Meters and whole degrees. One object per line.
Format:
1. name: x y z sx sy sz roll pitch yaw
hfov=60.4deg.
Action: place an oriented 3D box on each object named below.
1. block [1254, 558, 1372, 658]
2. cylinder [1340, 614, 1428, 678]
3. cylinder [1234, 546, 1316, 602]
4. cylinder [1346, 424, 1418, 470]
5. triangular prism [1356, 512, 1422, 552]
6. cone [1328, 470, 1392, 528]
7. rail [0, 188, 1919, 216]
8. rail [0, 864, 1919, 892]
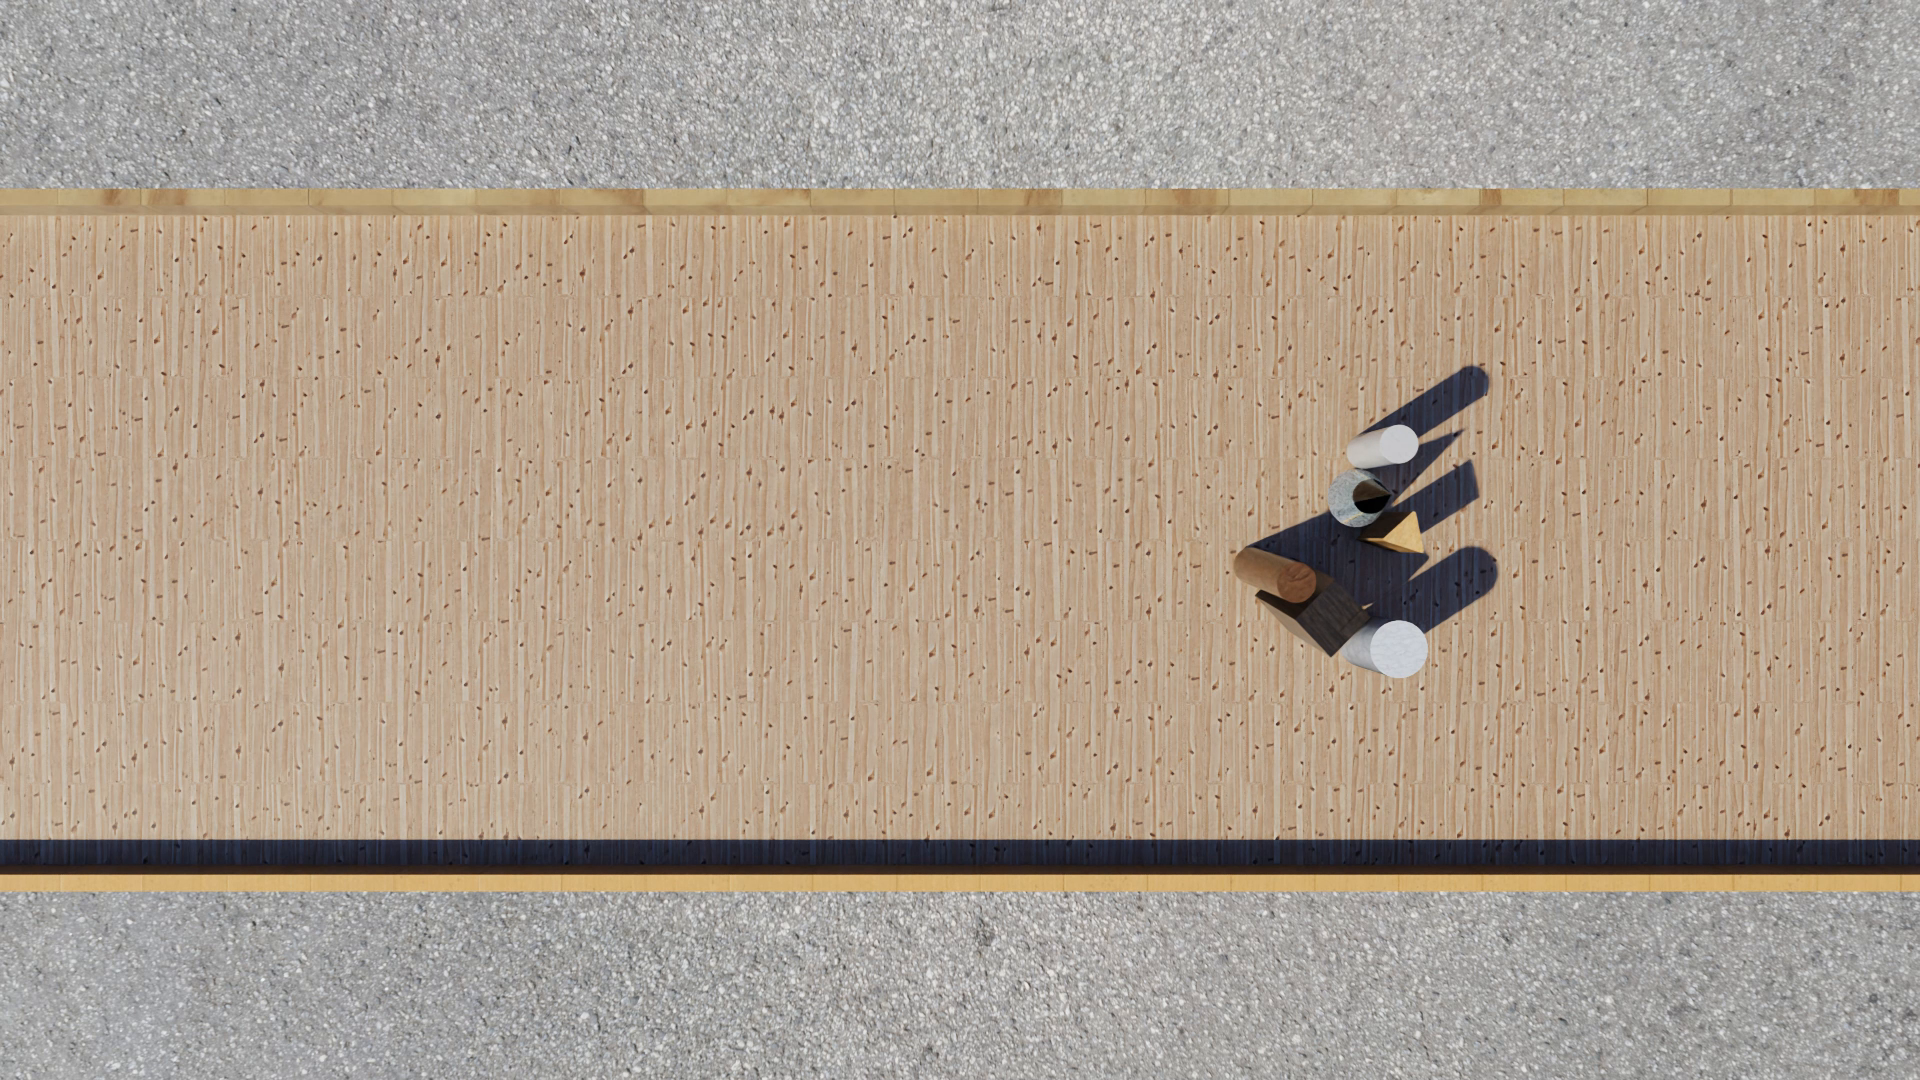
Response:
1. block: 1.043 0.196 4.898 0.165 0.326 0.165 -45 105 0
2. cylinder: 1.245 0.310 4.876 0.164 0.401 0.164 0 90 0
3. cylinder: 0.926 0.099 4.871 0.117 0.396 0.117 -1 96 -8
4. cylinder: 1.244 -0.272 4.875 0.109 0.403 0.109 0 90 0
5. triangular prism: 1.295 -0.033 4.918 0.121 0.316 0.105 18 90 0
6. cone: 1.221 -0.129 4.868 0.179 0.417 0.179 0 90 0
7. rail: -2.247 -1.025 5.002 12.000 0.150 0.050 0 90 0
8. rail: -2.247 1.025 5.001 12.000 0.150 0.050 0 90 0
